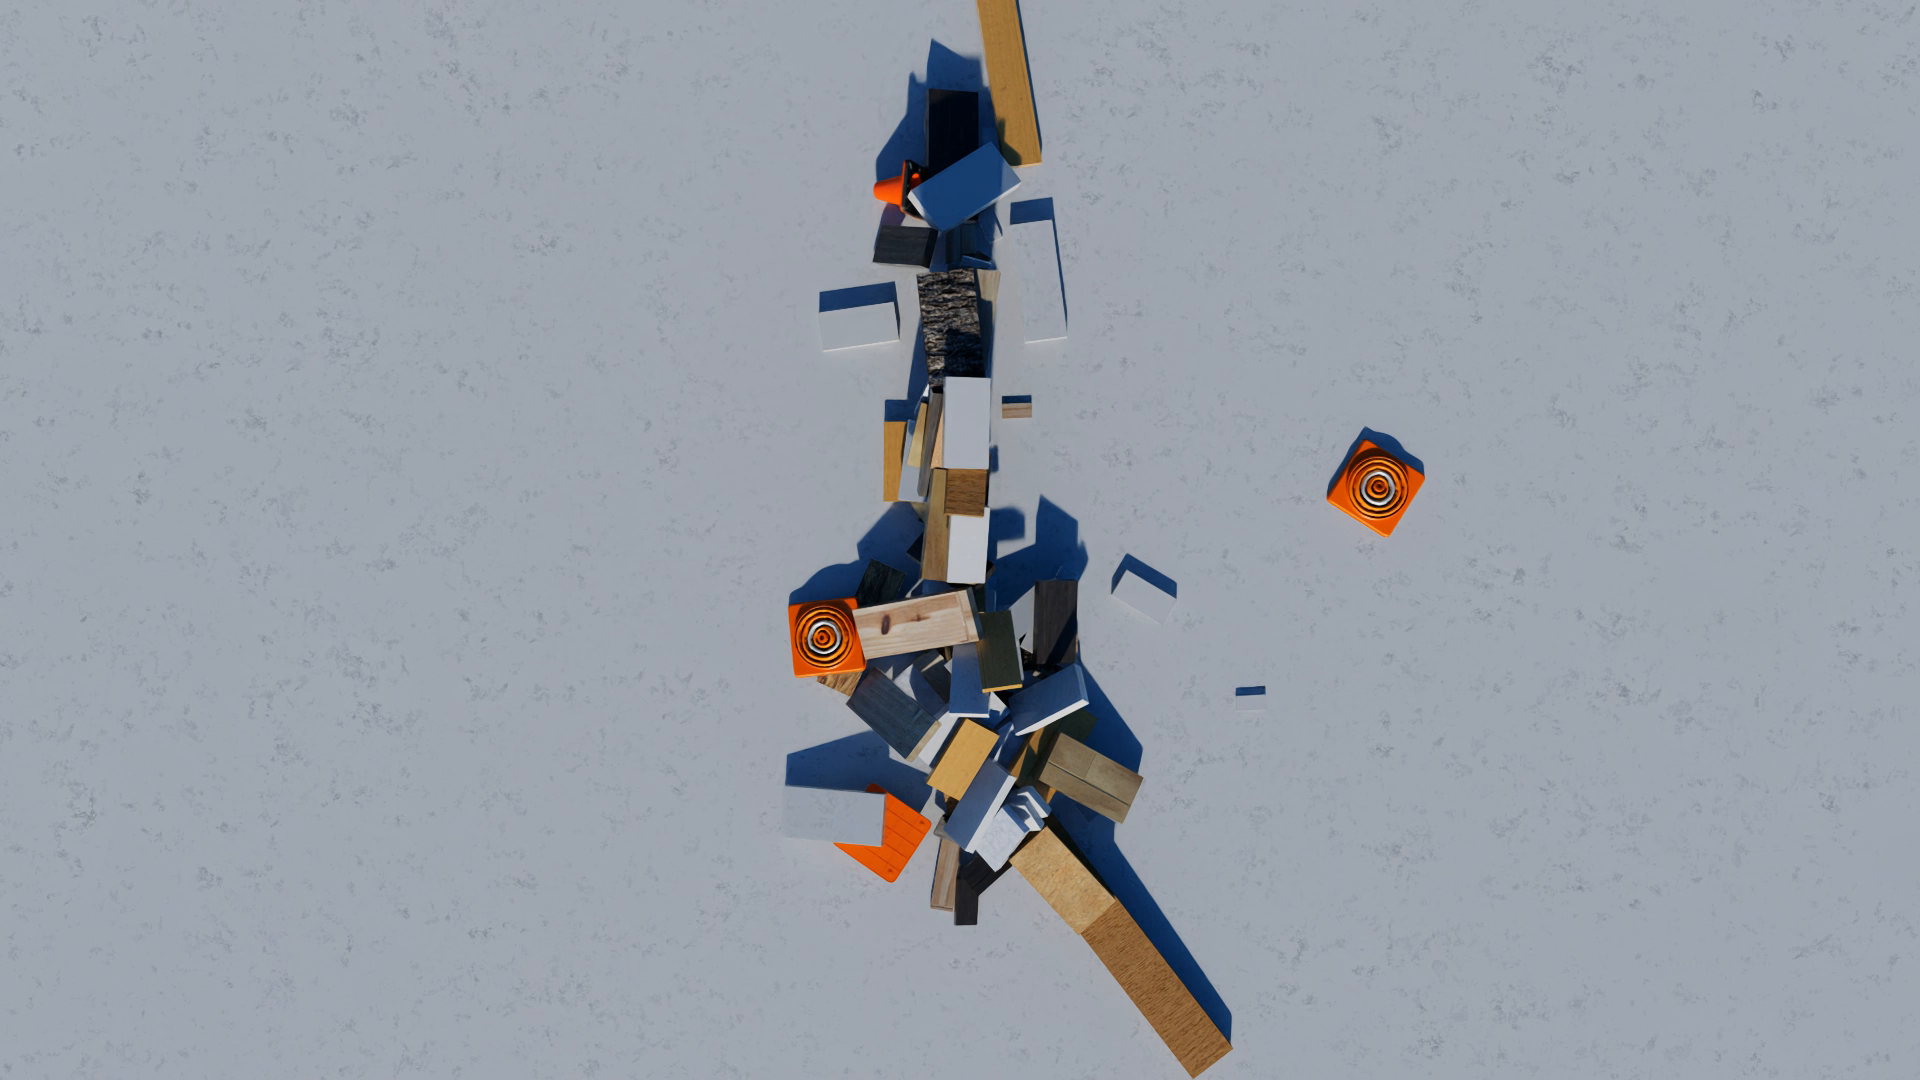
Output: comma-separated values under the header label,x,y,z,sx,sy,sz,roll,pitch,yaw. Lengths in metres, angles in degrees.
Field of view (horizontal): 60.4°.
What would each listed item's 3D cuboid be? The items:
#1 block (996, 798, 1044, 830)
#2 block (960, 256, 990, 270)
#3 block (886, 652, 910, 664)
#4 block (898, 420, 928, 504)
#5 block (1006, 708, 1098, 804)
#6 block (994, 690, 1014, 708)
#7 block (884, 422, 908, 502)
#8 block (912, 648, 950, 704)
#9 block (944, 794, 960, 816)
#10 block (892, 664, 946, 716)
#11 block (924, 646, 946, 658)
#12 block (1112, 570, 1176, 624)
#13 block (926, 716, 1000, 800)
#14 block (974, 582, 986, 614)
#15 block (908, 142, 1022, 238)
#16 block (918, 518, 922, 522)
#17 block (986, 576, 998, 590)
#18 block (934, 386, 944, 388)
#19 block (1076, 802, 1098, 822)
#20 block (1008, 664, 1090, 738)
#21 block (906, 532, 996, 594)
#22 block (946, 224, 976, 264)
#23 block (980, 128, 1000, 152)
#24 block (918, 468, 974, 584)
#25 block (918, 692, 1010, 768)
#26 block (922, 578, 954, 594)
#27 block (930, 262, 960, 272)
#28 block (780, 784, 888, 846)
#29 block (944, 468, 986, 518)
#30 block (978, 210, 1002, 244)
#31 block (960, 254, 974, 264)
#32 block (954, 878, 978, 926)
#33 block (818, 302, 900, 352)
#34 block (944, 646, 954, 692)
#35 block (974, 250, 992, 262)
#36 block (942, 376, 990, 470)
label,x,y,z,sx,sy,sz,roll,pitch,yaw
block,0.157,0.904,5.395,0.223,0.032,0.112,-12,120,39
block,0.031,-0.811,5.275,0.090,0.026,0.181,14,111,-5
block,-0.192,0.323,5.488,0.082,0.023,0.164,22,90,0
block,-0.118,-0.255,5.398,0.132,0.037,0.264,7,87,16
block,0.297,0.684,5.418,0.167,0.047,0.335,36,77,-15
block,0.113,0.526,5.492,0.119,0.017,0.059,12,90,0
block,-0.187,-0.260,5.481,0.132,0.037,0.264,0,90,0
block,-0.063,0.449,5.461,0.093,0.026,0.186,-37,102,8
block,-0.007,0.844,5.451,0.089,0.025,0.178,-13,100,0
block,-0.133,0.509,5.487,0.093,0.026,0.186,-37,90,0
block,-0.078,0.345,5.464,0.093,0.026,0.186,-33,101,7
block,0.613,0.190,5.486,0.195,0.028,0.098,30,90,0
block,0.008,0.711,5.378,0.127,0.036,0.254,29,98,-13
block,0.017,0.122,5.417,0.134,0.038,0.267,-3,65,10
block,0.016,-1.145,5.383,0.339,0.048,0.170,-36,86,-19
block,-0.096,-0.101,5.493,0.050,0.014,0.101,24,90,0
block,0.075,0.170,5.478,0.060,0.017,0.120,22,85,-18
block,-0.034,-0.440,5.255,0.103,0.029,0.206,0,114,-4
block,0.463,0.866,5.490,0.145,0.021,0.072,-37,90,0
block,0.286,0.523,5.371,0.273,0.039,0.136,-30,51,26
block,-0.029,0.067,5.367,0.267,0.038,0.134,34,76,23
block,0.001,-0.937,5.411,0.097,0.027,0.194,0,105,-1
block,0.102,-1.313,5.488,0.059,0.017,0.117,-2,90,-8
block,-0.022,-0.042,5.258,0.176,0.050,0.351,7,89,-12
block,-0.004,0.609,5.397,0.318,0.045,0.159,-42,114,0
block,-0.052,0.076,5.409,0.134,0.038,0.267,-4,65,10
block,-0.004,-0.743,5.345,0.153,0.043,0.305,-7,93,0
block,-0.415,0.909,5.445,0.339,0.048,0.170,3,88,10
block,0.019,-0.197,5.149,0.122,0.035,0.244,5,81,-11
block,0.099,-1.042,5.493,0.050,0.014,0.099,-23,90,0
block,0.030,-0.868,5.308,0.053,0.015,0.105,-1,93,0
block,0.022,1.202,5.478,0.076,0.021,0.151,3,90,-19
block,-0.337,-0.708,5.482,0.254,0.036,0.127,-8,90,0
block,0.019,0.400,5.445,0.126,0.036,0.252,-3,85,-28
block,0.052,-0.870,5.293,0.053,0.015,0.105,30,93,-2
block,0.019,-0.362,5.106,0.140,0.040,0.281,1,93,-12
